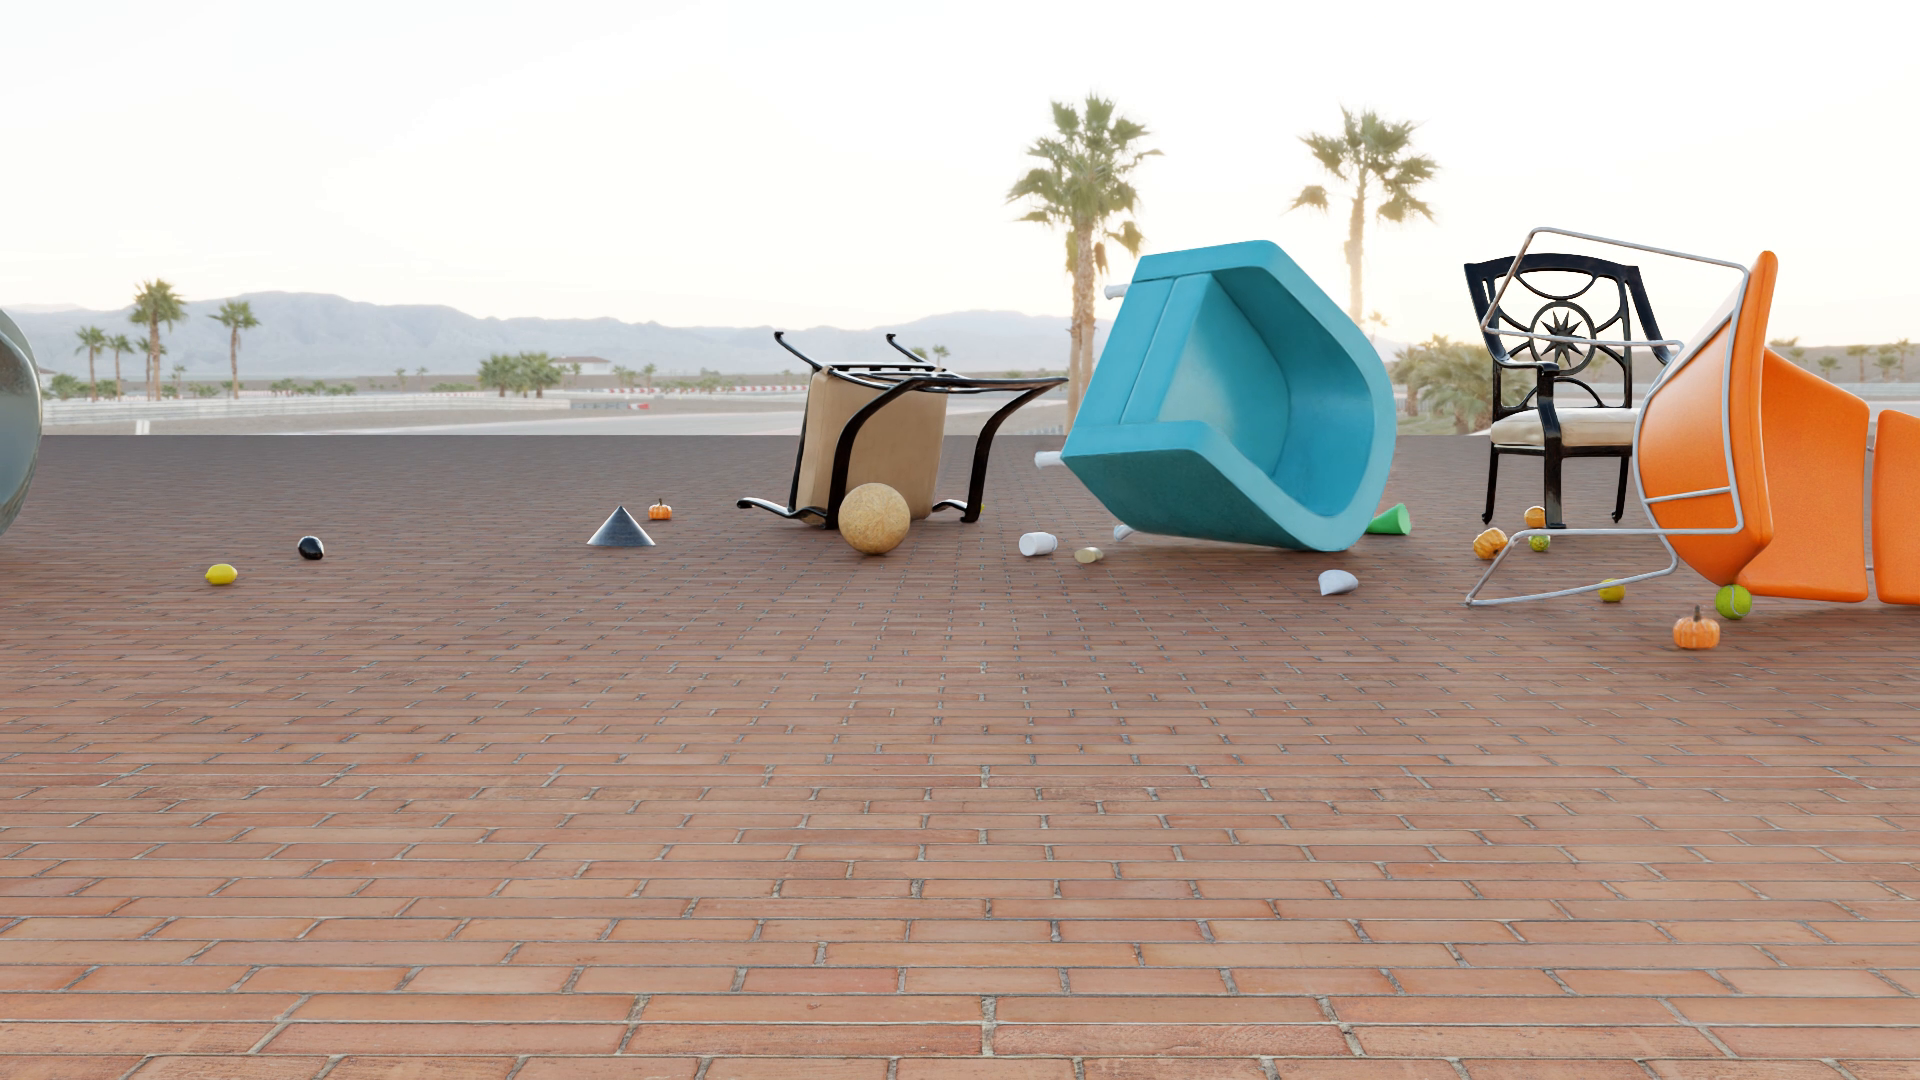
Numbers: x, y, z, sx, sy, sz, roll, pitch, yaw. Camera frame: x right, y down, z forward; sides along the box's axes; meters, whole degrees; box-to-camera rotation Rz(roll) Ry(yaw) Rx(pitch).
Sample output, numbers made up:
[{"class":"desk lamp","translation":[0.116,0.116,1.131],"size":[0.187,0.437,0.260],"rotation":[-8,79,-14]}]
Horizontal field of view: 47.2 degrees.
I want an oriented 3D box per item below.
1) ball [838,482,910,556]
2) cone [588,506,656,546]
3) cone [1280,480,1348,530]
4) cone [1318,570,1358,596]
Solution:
[{"class":"ball","translation":[-0.232,-0.057,5.948],"size":[0.196,0.196,0.196],"rotation":[0,4,0]},{"class":"cone","translation":[-0.982,-0.045,6.368],"size":[0.164,0.114,0.258],"rotation":[-4,5,-42]},{"class":"cone","translation":[1.100,-0.079,7.140],"size":[0.238,0.158,0.234],"rotation":[-4,19,42]},{"class":"cone","translation":[0.809,0.106,4.807],"size":[0.107,0.058,0.065],"rotation":[-2,25,48]}]
